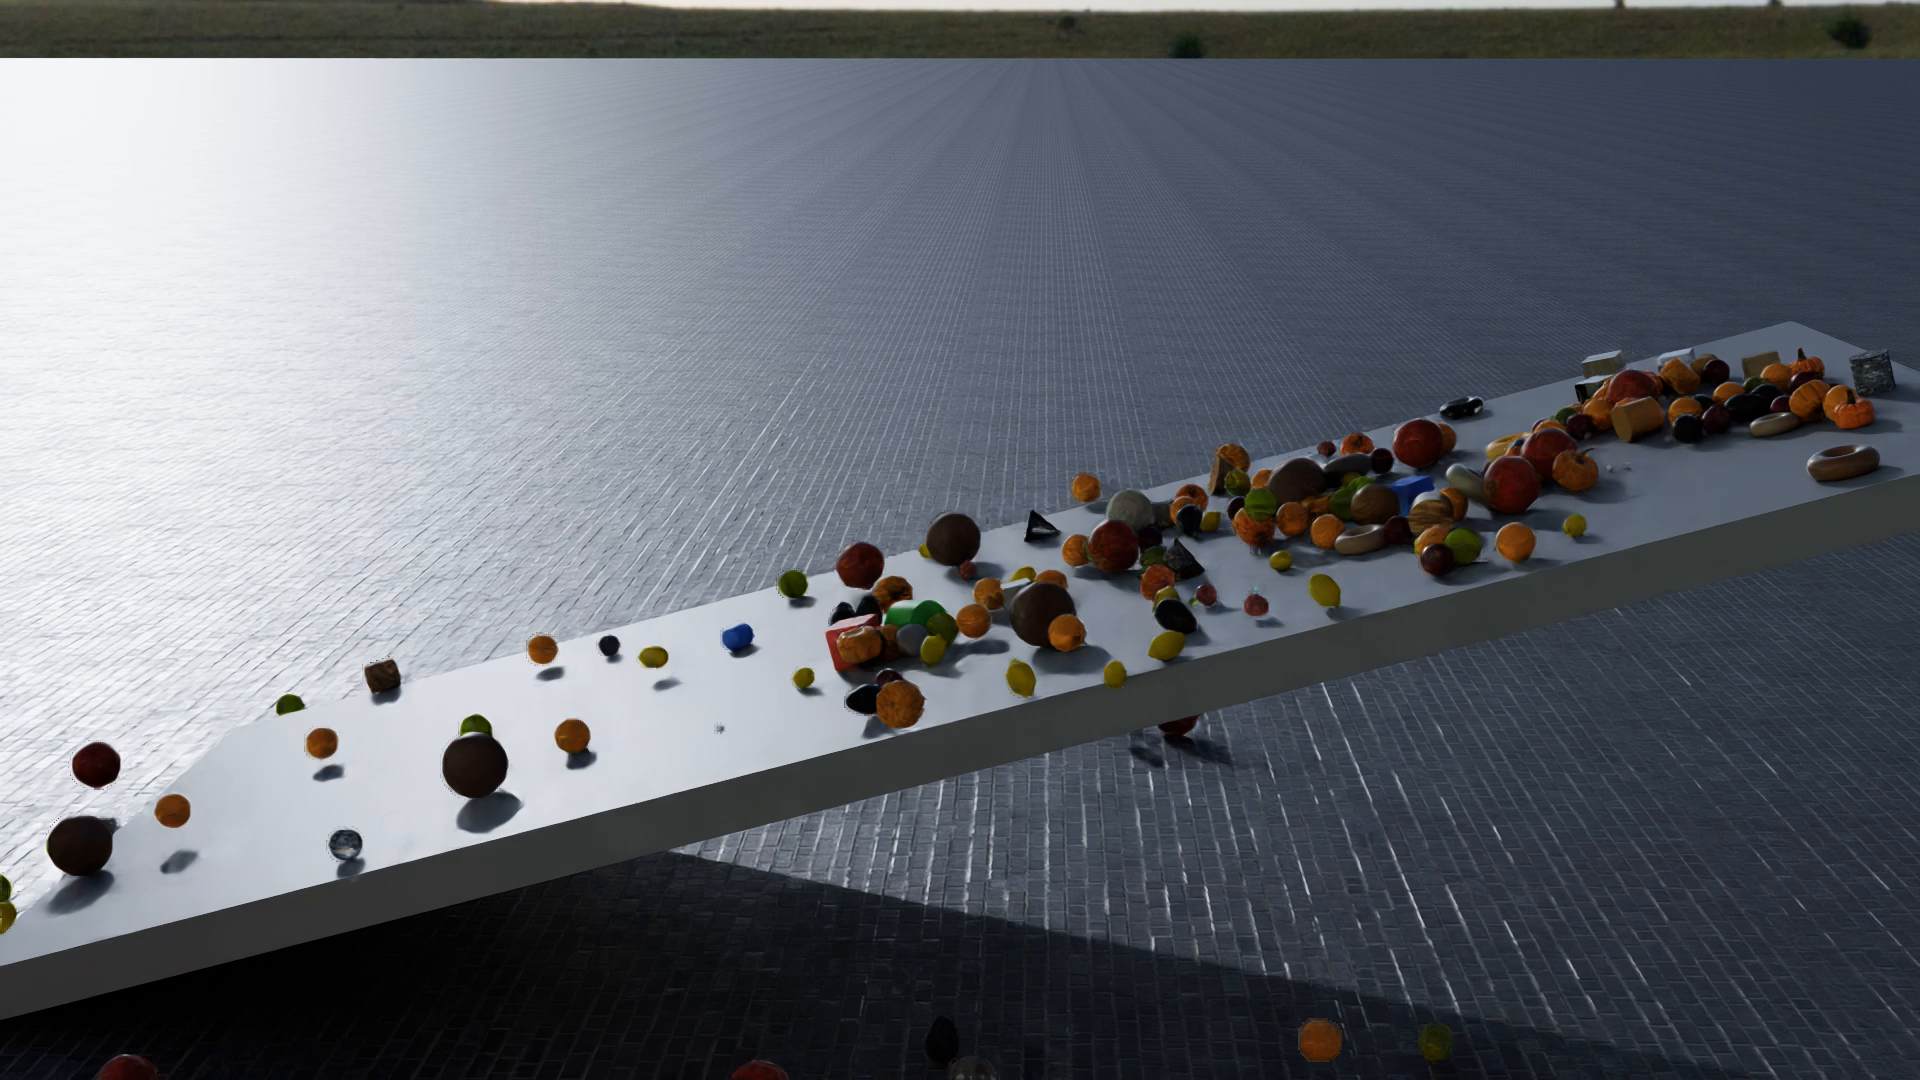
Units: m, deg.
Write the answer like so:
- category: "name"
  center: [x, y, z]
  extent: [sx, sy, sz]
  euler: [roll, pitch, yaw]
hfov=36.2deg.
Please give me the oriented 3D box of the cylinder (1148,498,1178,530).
- category: "cylinder"
  center: [0.459, -0.057, 6.684]
  extent: [0.062, 0.062, 0.062]
  euler: [-13, 7, 14]

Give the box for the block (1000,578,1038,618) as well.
- category: "block"
  center: [0.124, 0.120, 6.178]
  extent: [0.061, 0.061, 0.061]
  euler: [-16, 9, -2]

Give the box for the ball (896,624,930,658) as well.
- category: "ball"
  center: [-0.096, 0.205, 6.003]
  extent: [0.070, 0.070, 0.070]
  euler: [0, 10, 0]

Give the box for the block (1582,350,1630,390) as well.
- category: "block"
  center: [1.514, -0.391, 6.896]
  extent: [0.081, 0.081, 0.081]
  euler: [-11, 10, 27]

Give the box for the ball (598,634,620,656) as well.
- category: "ball"
  center: [-0.834, 0.251, 6.996]
  extent: [0.050, 0.050, 0.050]
  euler: [0, 10, 0]

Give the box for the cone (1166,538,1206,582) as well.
- category: "cone"
  center: [0.456, 0.034, 6.079]
  extent: [0.084, 0.084, 0.084]
  euler: [-15, 9, 2]

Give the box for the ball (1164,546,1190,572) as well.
- category: "ball"
  center: [0.444, 0.038, 6.031]
  extent: [0.054, 0.054, 0.054]
  euler: [0, 10, 0]

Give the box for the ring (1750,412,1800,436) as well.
- category: "ring"
  center: [1.634, -0.232, 5.901]
  extent: [0.098, 0.033, 0.098]
  euler: [-15, 8, 2]

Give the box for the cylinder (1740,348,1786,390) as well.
- category: "cylinder"
  center: [1.750, -0.370, 6.411]
  extent: [0.072, 0.072, 0.072]
  euler: [-27, 1, 20]

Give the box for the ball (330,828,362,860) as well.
- category: "ball"
  center: [-1.161, 0.575, 5.561]
  extent: [0.062, 0.062, 0.062]
  euler: [0, 10, 0]

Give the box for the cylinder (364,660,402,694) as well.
- category: "cylinder"
  center: [-1.449, 0.342, 7.380]
  extent: [0.071, 0.071, 0.071]
  euler: [-17, 16, -21]

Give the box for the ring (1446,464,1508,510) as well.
- category: "ring"
  center: [1.036, -0.106, 5.898]
  extent: [0.136, 0.045, 0.136]
  euler: [28, 12, -6]

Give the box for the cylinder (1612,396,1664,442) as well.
- category: "cylinder"
  center: [1.435, -0.256, 6.226]
  extent: [0.077, 0.077, 0.077]
  euler: [-19, 14, -12]

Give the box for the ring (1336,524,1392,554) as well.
- category: "ring"
  center: [0.804, -0.001, 5.862]
  extent: [0.115, 0.038, 0.115]
  euler: [-14, 10, 3]

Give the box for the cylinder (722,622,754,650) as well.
- category: "cylinder"
  center: [-0.502, 0.219, 6.643]
  extent: [0.051, 0.051, 0.051]
  euler: [7, 20, 34]

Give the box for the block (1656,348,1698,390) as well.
- category: "block"
  center: [1.639, -0.391, 6.713]
  extent: [0.072, 0.072, 0.072]
  euler: [-11, 10, 26]

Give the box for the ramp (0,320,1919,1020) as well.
- category: "ramp"
  center: [0.080, 0.191, 6.330]
  extent: [4.000, 0.100, 2.000]
  euler: [-15, 9, 4]

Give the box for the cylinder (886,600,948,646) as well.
- category: "cylinder"
  center: [-0.090, 0.172, 6.109]
  extent: [0.095, 0.095, 0.095]
  euler: [-7, 3, -35]

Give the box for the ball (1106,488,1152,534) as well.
- category: "ball"
  center: [0.370, -0.062, 6.410]
  extent: [0.100, 0.100, 0.100]
  euler: [0, 10, 0]

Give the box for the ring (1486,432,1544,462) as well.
- category: "ring"
  center: [1.206, -0.202, 6.393]
  extent: [0.126, 0.042, 0.126]
  euler: [-16, 8, 2]

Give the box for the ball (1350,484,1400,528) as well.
- category: "ball"
  center: [0.845, -0.066, 5.987]
  extent: [0.100, 0.100, 0.100]
  euler: [0, 10, 0]

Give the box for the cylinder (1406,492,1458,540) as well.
- category: "cylinder"
  center: [0.926, -0.045, 5.775]
  extent: [0.087, 0.087, 0.087]
  euler: [3, -4, 19]

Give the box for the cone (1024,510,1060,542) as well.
- category: "cone"
  center: [0.202, -0.027, 7.002]
  extent: [0.081, 0.081, 0.081]
  euler: [12, 11, 2]

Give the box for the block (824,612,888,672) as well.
- category: "block"
  center: [-0.214, 0.212, 6.098]
  extent: [0.088, 0.088, 0.088]
  euler: [-12, 10, 21]

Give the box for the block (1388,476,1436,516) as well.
- category: "block"
  center: [0.939, -0.092, 6.098]
  extent: [0.066, 0.066, 0.066]
  euler: [-19, 10, -22]

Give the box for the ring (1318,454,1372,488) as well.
- category: "ring"
  center: [0.861, -0.156, 6.578]
  extent: [0.130, 0.043, 0.130]
  euler: [-17, -15, -5]

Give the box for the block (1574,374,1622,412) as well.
- category: "block"
  center: [1.453, -0.334, 6.694]
  extent: [0.067, 0.067, 0.067]
  euler: [-22, 11, -35]

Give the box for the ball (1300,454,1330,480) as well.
- category: "ball"
  center: [0.812, -0.160, 6.693]
  extent: [0.072, 0.072, 0.072]
  euler: [0, 10, 0]

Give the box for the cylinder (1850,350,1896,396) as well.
- category: "cylinder"
  center: [1.871, -0.343, 6.031]
  extent: [0.078, 0.078, 0.078]
  euler: [-15, 9, 2]

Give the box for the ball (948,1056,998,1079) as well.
- category: "ball"
  center: [0.022, 0.940, 5.114]
  extent: [0.086, 0.086, 0.086]
  euler: [0, 10, 0]

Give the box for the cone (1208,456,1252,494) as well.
- category: "cone"
  center: [0.648, -0.145, 6.959]
  extent: [0.095, 0.095, 0.095]
  euler: [11, 9, -6]

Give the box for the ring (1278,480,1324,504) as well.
- category: "ring"
  center: [0.761, -0.108, 6.582]
  extent: [0.105, 0.035, 0.105]
  euler: [-14, 10, 2]

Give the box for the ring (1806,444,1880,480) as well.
- category: "ring"
  center: [1.611, -0.141, 5.366]
  extent: [0.131, 0.044, 0.131]
  euler: [-14, 10, 3]

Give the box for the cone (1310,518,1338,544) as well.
- category: "cone"
  center: [0.756, -0.010, 6.032]
  extent: [0.059, 0.059, 0.059]
  euler: [17, 16, 20]

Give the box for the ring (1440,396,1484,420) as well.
- category: "ring"
  center: [1.209, -0.317, 7.090]
  extent: [0.109, 0.036, 0.109]
  euler: [-16, 10, 3]
